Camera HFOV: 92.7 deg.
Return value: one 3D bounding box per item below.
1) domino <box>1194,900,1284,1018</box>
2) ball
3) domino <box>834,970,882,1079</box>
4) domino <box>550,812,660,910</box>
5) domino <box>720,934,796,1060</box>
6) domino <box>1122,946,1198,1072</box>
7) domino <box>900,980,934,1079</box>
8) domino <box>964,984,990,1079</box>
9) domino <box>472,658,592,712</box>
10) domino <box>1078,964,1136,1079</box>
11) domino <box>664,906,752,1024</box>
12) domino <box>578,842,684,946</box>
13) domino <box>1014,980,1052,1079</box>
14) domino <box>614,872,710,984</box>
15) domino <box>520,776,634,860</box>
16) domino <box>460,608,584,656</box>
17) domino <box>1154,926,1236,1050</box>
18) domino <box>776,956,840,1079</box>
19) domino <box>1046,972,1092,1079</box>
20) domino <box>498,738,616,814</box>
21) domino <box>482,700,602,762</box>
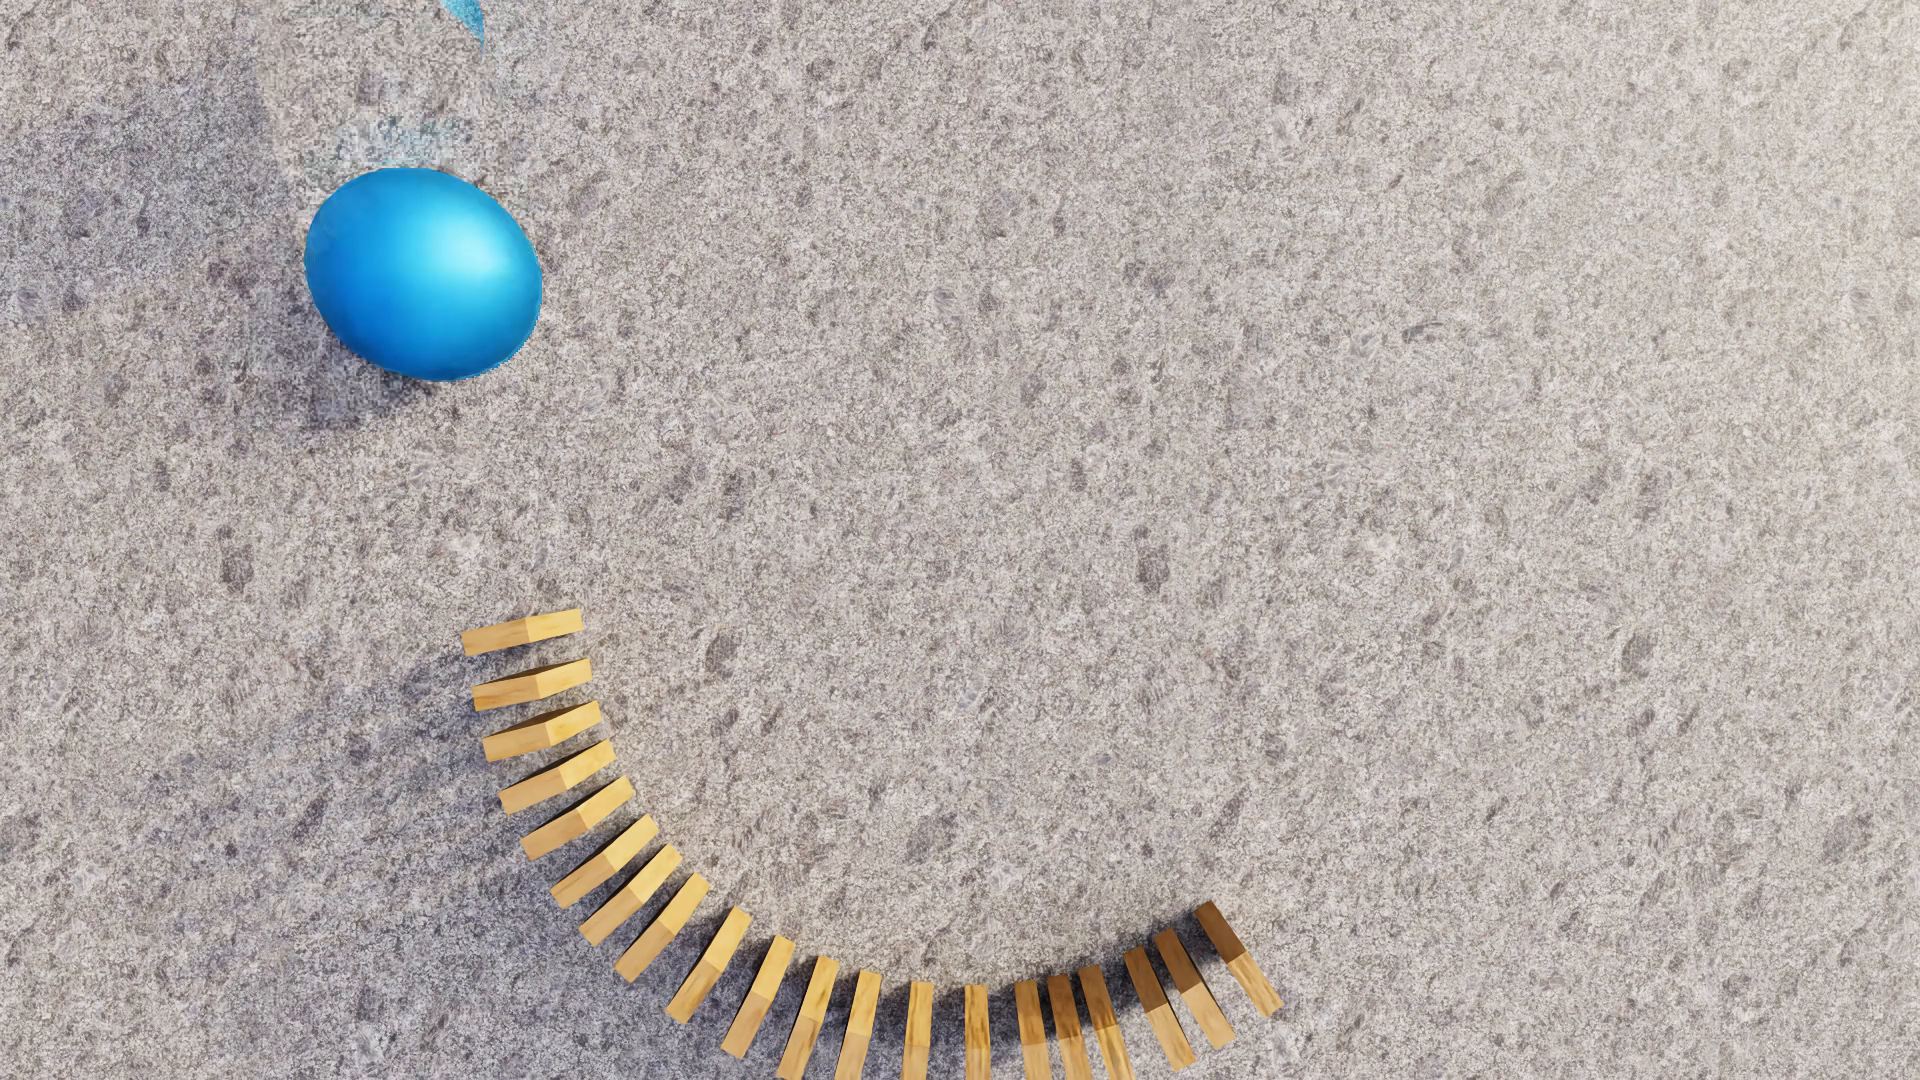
[{"bbox_3d":[0.113,0.170,0.375,0.009,0.050,0.025,-35,90,0],"label":"domino"},{"bbox_3d":[-0.209,-0.103,0.360,0.080,0.080,0.080,0,90,0],"label":"ball"},{"bbox_3d":[-0.042,0.201,0.375,0.009,0.050,0.025,15,90,0],"label":"domino"},{"bbox_3d":[-0.144,0.130,0.375,0.025,0.050,0.009,-35,90,0],"label":"domino"},{"bbox_3d":[-0.082,0.185,0.375,0.010,0.050,0.025,28,90,0],"label":"domino"},{"bbox_3d":[0.081,0.190,0.375,0.009,0.050,0.025,-27,90,0],"label":"domino"},{"bbox_3d":[-0.018,0.205,0.375,0.010,0.050,0.025,7,90,0],"label":"domino"},{"bbox_3d":[0.007,0.207,0.375,0.010,0.050,0.025,-1,90,0],"label":"domino"},{"bbox_3d":[-0.174,0.058,0.375,0.025,0.050,0.010,-11,90,0],"label":"domino"},{"bbox_3d":[0.060,0.198,0.375,0.010,0.050,0.025,-18,90,0],"label":"domino"},{"bbox_3d":[-0.102,0.173,0.375,0.009,0.050,0.025,36,90,0],"label":"domino"},{"bbox_3d":[-0.133,0.144,0.375,0.025,0.050,0.009,-41,90,0],"label":"domino"},{"bbox_3d":[0.030,0.205,0.375,0.009,0.050,0.025,-8,90,0],"label":"domino"},{"bbox_3d":[-0.121,0.157,0.375,0.009,0.050,0.025,43,90,0],"label":"domino"},{"bbox_3d":[-0.155,0.113,0.375,0.025,0.050,0.010,-29,90,0],"label":"domino"},{"bbox_3d":[-0.177,0.037,0.375,0.025,0.050,0.010,-13,90,0],"label":"domino"},{"bbox_3d":[0.095,0.182,0.375,0.009,0.050,0.025,-32,90,0],"label":"domino"},{"bbox_3d":[-0.061,0.194,0.375,0.010,0.050,0.025,21,90,0],"label":"domino"},{"bbox_3d":[0.045,0.202,0.375,0.010,0.050,0.025,-13,90,0],"label":"domino"},{"bbox_3d":[-0.163,0.096,0.375,0.025,0.050,0.009,-23,90,0],"label":"domino"},{"bbox_3d":[-0.169,0.077,0.375,0.025,0.050,0.009,-14,90,0],"label":"domino"}]
